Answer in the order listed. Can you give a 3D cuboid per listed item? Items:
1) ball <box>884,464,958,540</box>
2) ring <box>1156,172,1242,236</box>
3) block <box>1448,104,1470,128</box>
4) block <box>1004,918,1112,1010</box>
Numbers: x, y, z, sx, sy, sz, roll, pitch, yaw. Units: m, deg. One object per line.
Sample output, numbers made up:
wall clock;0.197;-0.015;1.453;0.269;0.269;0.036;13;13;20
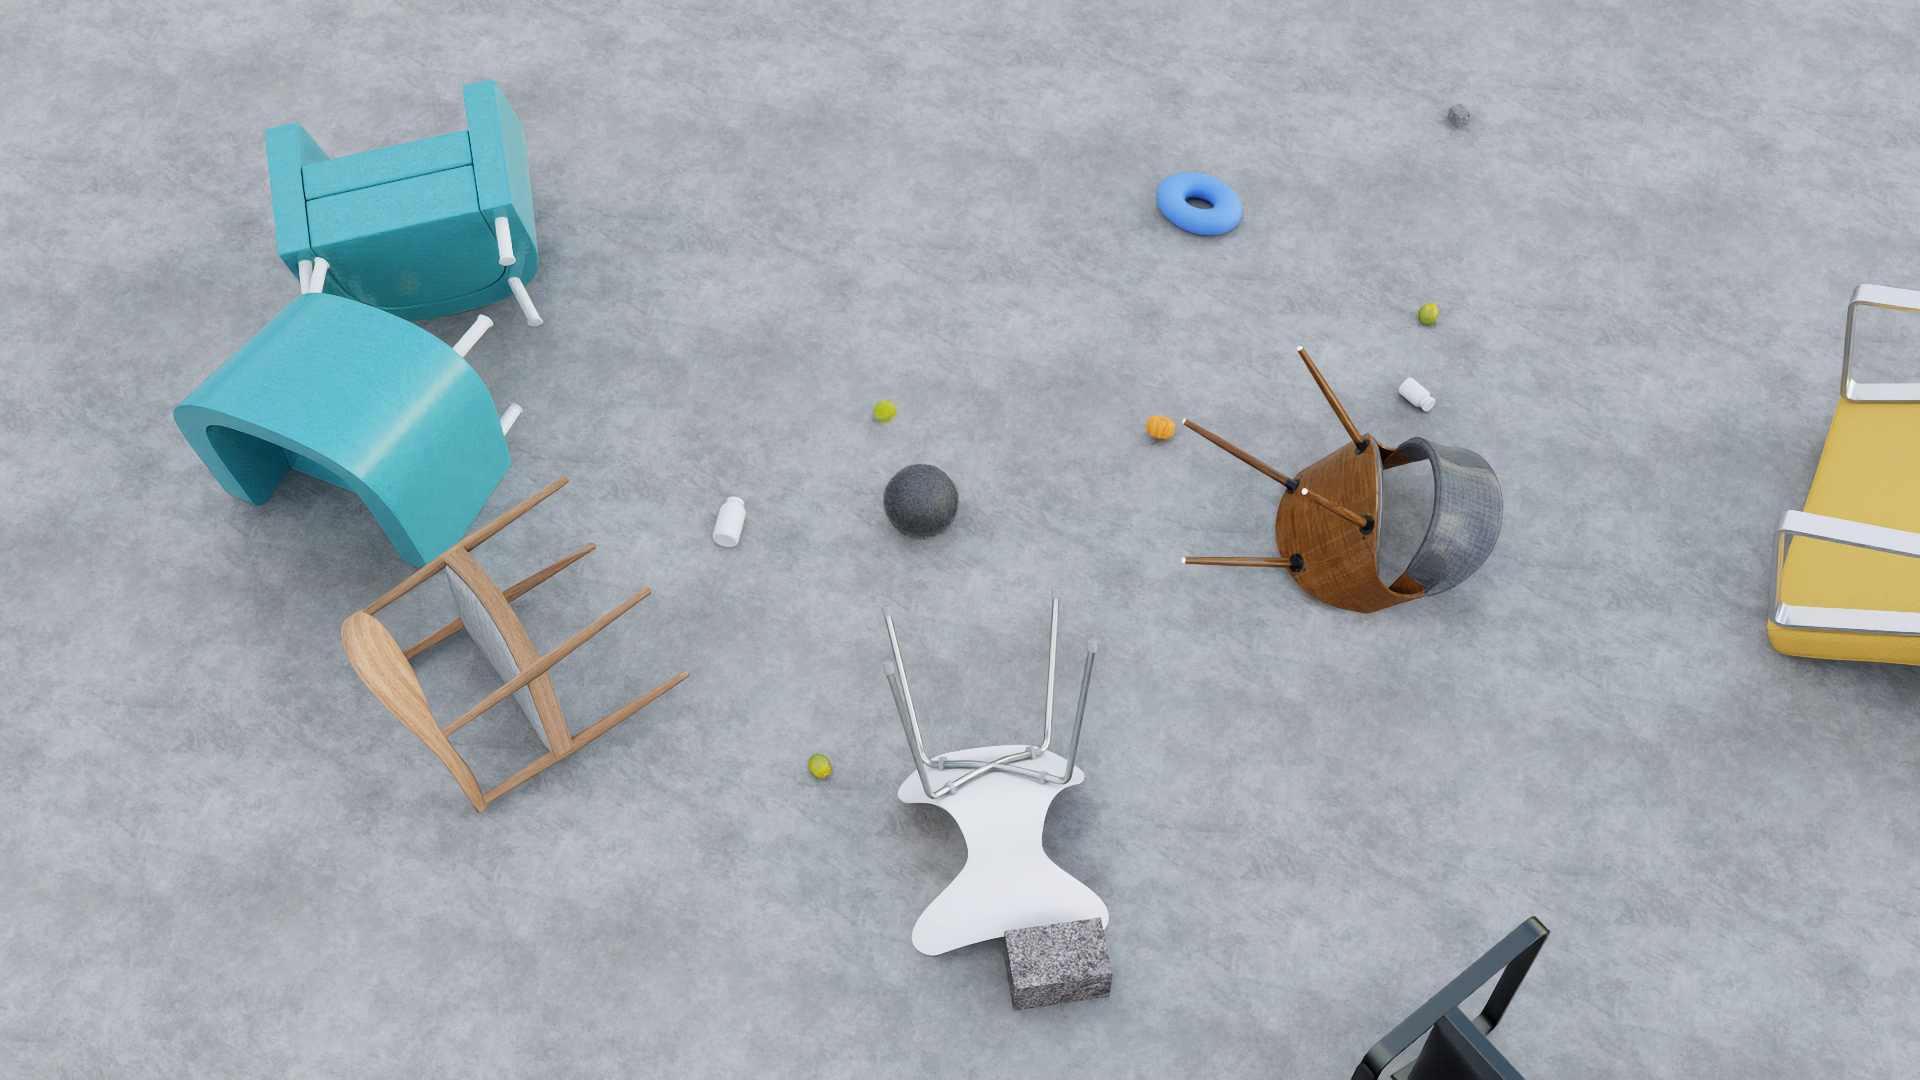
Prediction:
ball;-0.116;-0.114;6.516;0.223;0.223;0.223;0;56;0
ring;0.790;-1.112;7.268;0.297;0.090;0.225;26;61;16
block;1.705;-1.449;7.515;0.043;0.052;0.059;-24;59;-15
block;0.254;1.107;5.743;0.255;0.146;0.162;-7;56;-5
